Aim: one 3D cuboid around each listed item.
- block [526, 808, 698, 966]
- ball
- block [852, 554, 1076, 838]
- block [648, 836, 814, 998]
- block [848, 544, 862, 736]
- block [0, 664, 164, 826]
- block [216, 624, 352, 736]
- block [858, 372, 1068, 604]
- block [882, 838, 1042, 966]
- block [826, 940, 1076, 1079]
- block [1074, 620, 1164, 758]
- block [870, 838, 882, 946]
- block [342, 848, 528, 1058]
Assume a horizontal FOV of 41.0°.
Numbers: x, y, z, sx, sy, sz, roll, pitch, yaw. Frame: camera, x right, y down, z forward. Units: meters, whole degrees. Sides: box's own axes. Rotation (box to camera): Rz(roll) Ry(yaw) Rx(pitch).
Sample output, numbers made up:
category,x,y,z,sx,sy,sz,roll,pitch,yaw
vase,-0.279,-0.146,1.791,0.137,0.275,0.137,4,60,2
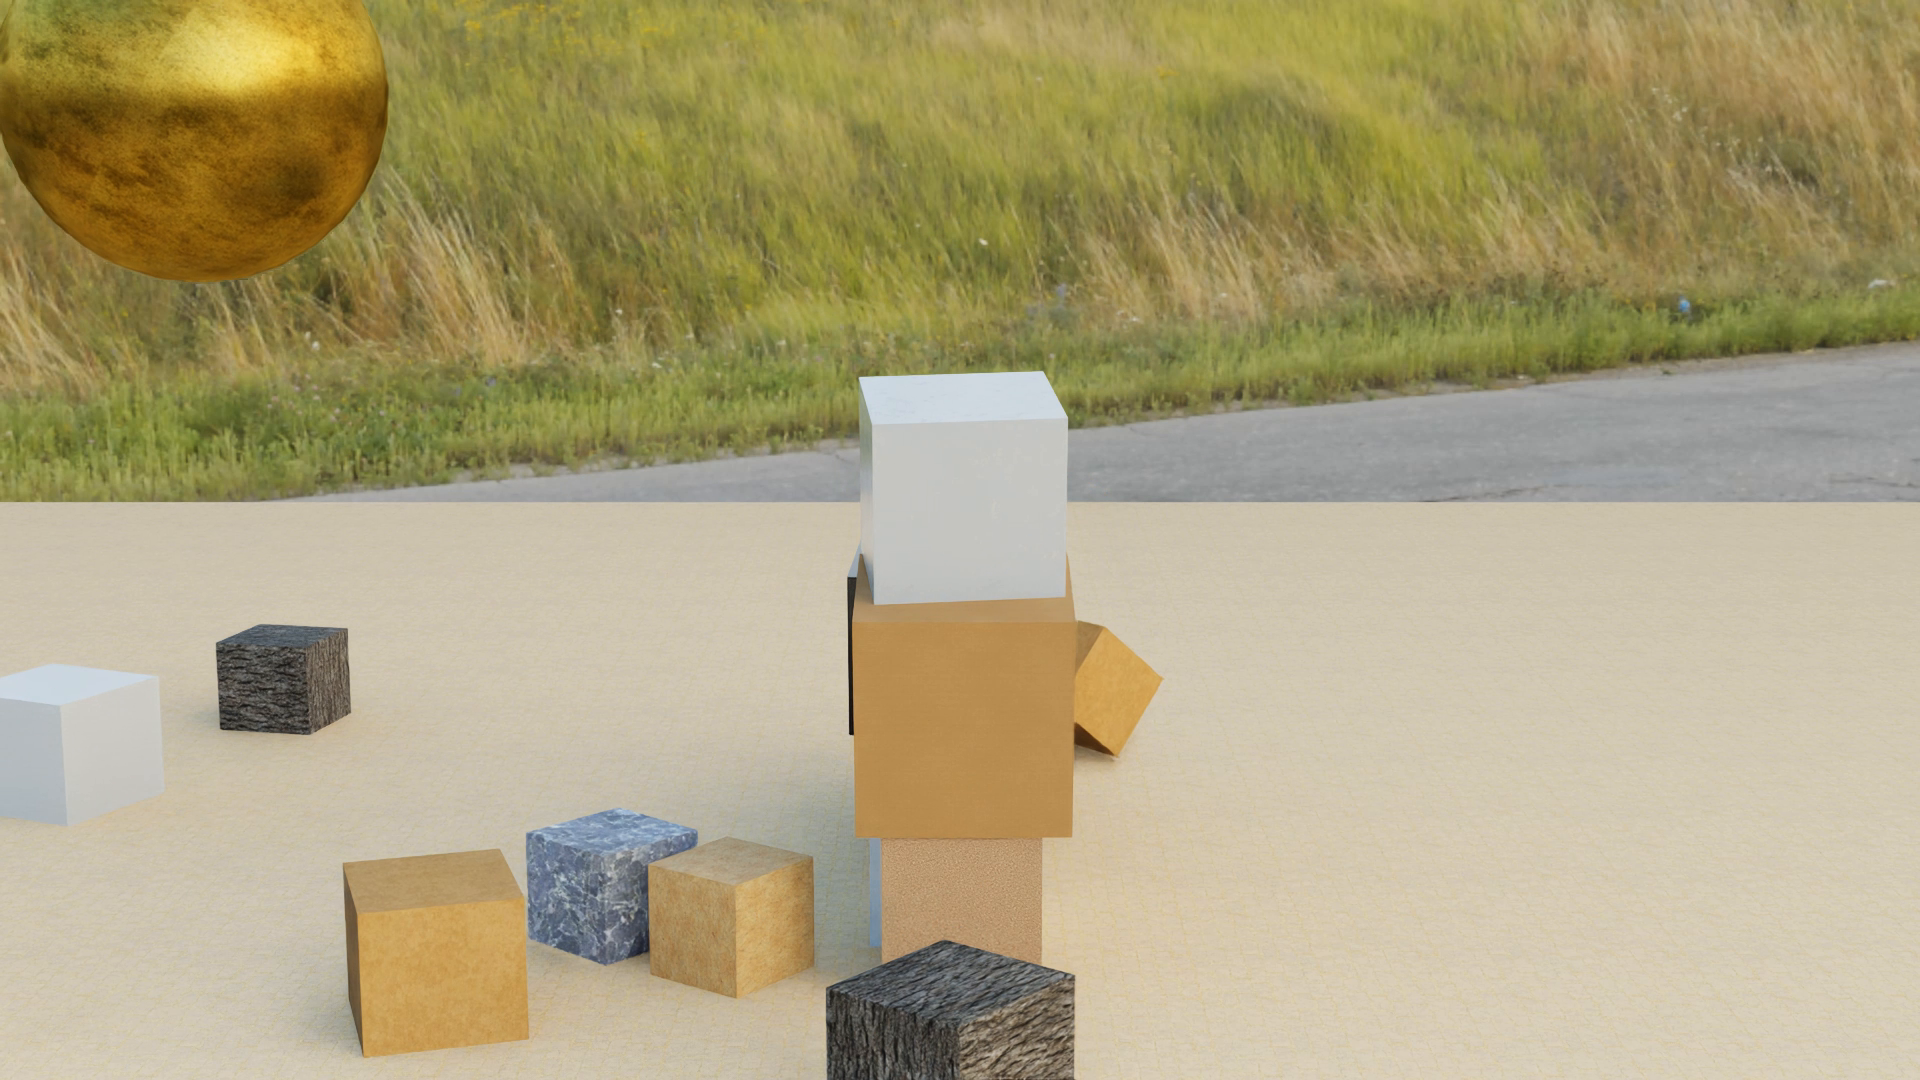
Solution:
category,x,y,z,sx,sy,sz,roll,pitch,yaw
block,-1.425,1.413,10.531,0.493,0.451,0.494,9,14,41
ball,-3.230,-1.891,10.837,1.600,1.600,1.600,0,10,0
block,0.015,0.593,9.954,0.825,0.880,0.741,0,20,0
block,-0.901,1.484,10.138,0.456,0.453,0.464,8,13,36
block,-0.112,0.413,11.342,0.699,0.706,0.755,1,14,3
block,-4.383,0.986,12.496,0.681,0.589,0.655,5,11,25
block,-3.699,0.758,14.049,0.527,0.482,0.501,2,11,13
block,0.002,-0.209,9.842,0.725,0.707,0.632,-2,20,-6
block,0.007,1.387,10.103,0.615,0.645,0.552,0,11,0
block,-0.029,1.728,8.597,0.569,0.524,0.618,8,13,38
block,0.614,0.750,13.442,0.511,0.485,0.570,41,-17,-33
block,-0.019,1.238,10.699,0.694,0.736,0.641,0,10,0
block,-1.969,1.534,9.609,0.596,0.543,0.639,-3,11,-18
